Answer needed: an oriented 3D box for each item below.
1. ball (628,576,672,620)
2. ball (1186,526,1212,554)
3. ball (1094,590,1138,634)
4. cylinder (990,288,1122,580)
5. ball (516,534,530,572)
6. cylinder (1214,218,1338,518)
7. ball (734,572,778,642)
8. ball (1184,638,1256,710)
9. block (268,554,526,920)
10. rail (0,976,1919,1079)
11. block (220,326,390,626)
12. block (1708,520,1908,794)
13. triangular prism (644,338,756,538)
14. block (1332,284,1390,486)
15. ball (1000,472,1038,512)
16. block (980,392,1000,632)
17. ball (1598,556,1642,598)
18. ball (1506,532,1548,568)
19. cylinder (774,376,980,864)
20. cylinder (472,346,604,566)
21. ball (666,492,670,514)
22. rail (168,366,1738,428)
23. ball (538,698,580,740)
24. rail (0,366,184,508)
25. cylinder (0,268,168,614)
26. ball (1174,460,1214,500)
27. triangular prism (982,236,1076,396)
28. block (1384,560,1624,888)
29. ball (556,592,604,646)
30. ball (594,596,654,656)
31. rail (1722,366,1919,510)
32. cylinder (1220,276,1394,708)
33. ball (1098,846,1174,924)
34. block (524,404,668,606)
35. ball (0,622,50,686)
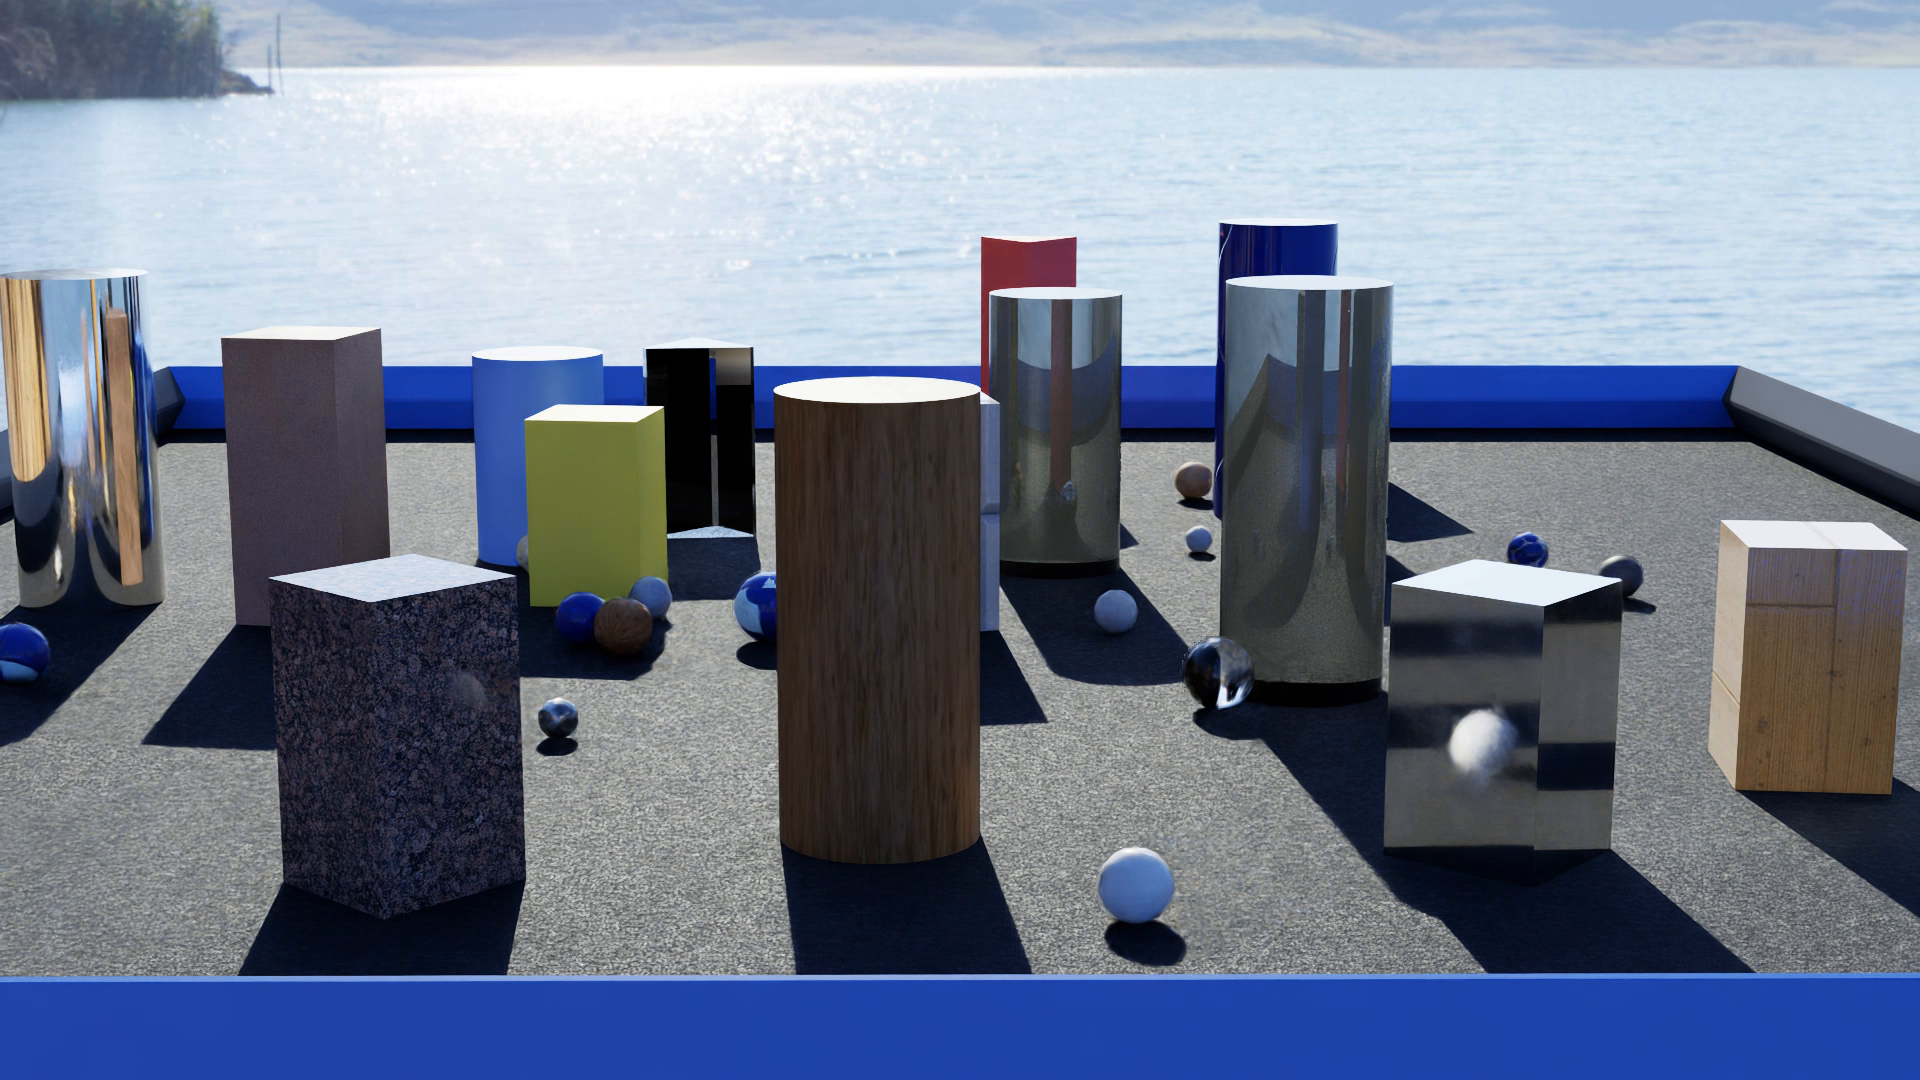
[{"bbox_3d":[-0.410,0.077,3.397,0.058,0.058,0.058,0,11,0],"label":"ball"},{"bbox_3d":[0.359,-0.001,3.861,0.040,0.040,0.040,0,11,0],"label":"ball"},{"bbox_3d":[0.202,0.092,3.316,0.057,0.057,0.057,0,11,0],"label":"ball"},{"bbox_3d":[0.138,-0.158,3.725,0.192,0.400,0.192,0,11,0],"label":"cylinder"},{"bbox_3d":[-0.607,0.018,3.696,0.064,0.064,0.064,0,11,0],"label":"ball"},{"bbox_3d":[0.510,-0.276,4.154,0.192,0.476,0.192,0,11,0],"label":"cylinder"},{"bbox_3d":[-0.242,0.086,3.262,0.090,0.090,0.090,0,11,0],"label":"ball"},{"bbox_3d":[0.296,0.152,2.927,0.082,0.082,0.082,0,11,0],"label":"ball"},{"bbox_3d":[-0.501,0.170,2.291,0.154,0.279,0.154,10,14,42],"label":"block"},{"bbox_3d":[0.010,0.349,1.746,3.166,0.125,0.045,0,11,0],"label":"rail"},{"bbox_3d":[-0.862,-0.086,3.398,0.154,0.378,0.154,2,11,10],"label":"block"},{"bbox_3d":[0.872,0.118,2.649,0.154,0.251,0.154,1,11,6],"label":"block"},{"bbox_3d":[-0.411,-0.163,4.036,0.166,0.296,0.144,-1,11,-7],"label":"triangular prism"},{"bbox_3d":[0.647,-0.277,4.542,0.154,0.334,0.154,-7,13,-34],"label":"block"},{"bbox_3d":[0.094,-0.079,4.216,0.064,0.064,0.064,0,11,0],"label":"ball"},{"bbox_3d":[-0.039,-0.040,3.369,0.154,0.297,0.154,-2,11,-11],"label":"block"},{"bbox_3d":[0.909,0.051,3.533,0.059,0.059,0.059,0,11,0],"label":"ball"},{"bbox_3d":[0.819,0.019,3.704,0.059,0.059,0.059,0,11,0],"label":"ball"},{"bbox_3d":[-0.077,0.071,2.418,0.192,0.428,0.192,0,11,0],"label":"cylinder"},{"bbox_3d":[-0.625,-0.127,3.824,0.192,0.303,0.192,0,11,0],"label":"cylinder"},{"bbox_3d":[-0.502,-0.059,4.051,0.085,0.085,0.085,0,11,0],"label":"ball"},{"bbox_3d":[-0.010,-0.285,5.152,3.166,0.125,0.045,0,11,0],"label":"rail"},{"bbox_3d":[-0.438,0.195,2.799,0.044,0.044,0.044,0,11,0],"label":"ball"},{"bbox_3d":[-1.559,0.034,3.440,0.045,0.125,3.512,0,11,0],"label":"rail"},{"bbox_3d":[-1.189,-0.137,3.483,0.192,0.447,0.192,0,11,0],"label":"cylinder"},{"bbox_3d":[0.395,-0.101,4.335,0.065,0.065,0.065,0,11,0],"label":"ball"},{"bbox_3d":[0.100,-0.322,4.540,0.144,0.424,0.166,7,12,32],"label":"triangular prism"},{"bbox_3d":[0.503,0.165,2.377,0.154,0.258,0.154,9,14,39],"label":"block"},{"bbox_3d":[-0.476,0.100,3.244,0.069,0.069,0.069,0,11,0],"label":"ball"},{"bbox_3d":[-0.419,0.108,3.188,0.074,0.074,0.074,0,11,0],"label":"ball"},{"bbox_3d":[1.559,0.030,3.458,0.045,0.125,3.512,0,11,0],"label":"rail"},{"bbox_3d":[0.401,-0.061,2.988,0.192,0.478,0.192,0,11,0],"label":"cylinder"},{"bbox_3d":[0.150,0.296,2.198,0.066,0.066,0.066,0,11,0],"label":"ball"},{"bbox_3d":[-0.498,-0.048,3.527,0.154,0.255,0.154,1,11,7],"label":"block"},{"bbox_3d":[-1.117,0.135,3.038,0.074,0.074,0.074,0,11,0],"label":"ball"}]
